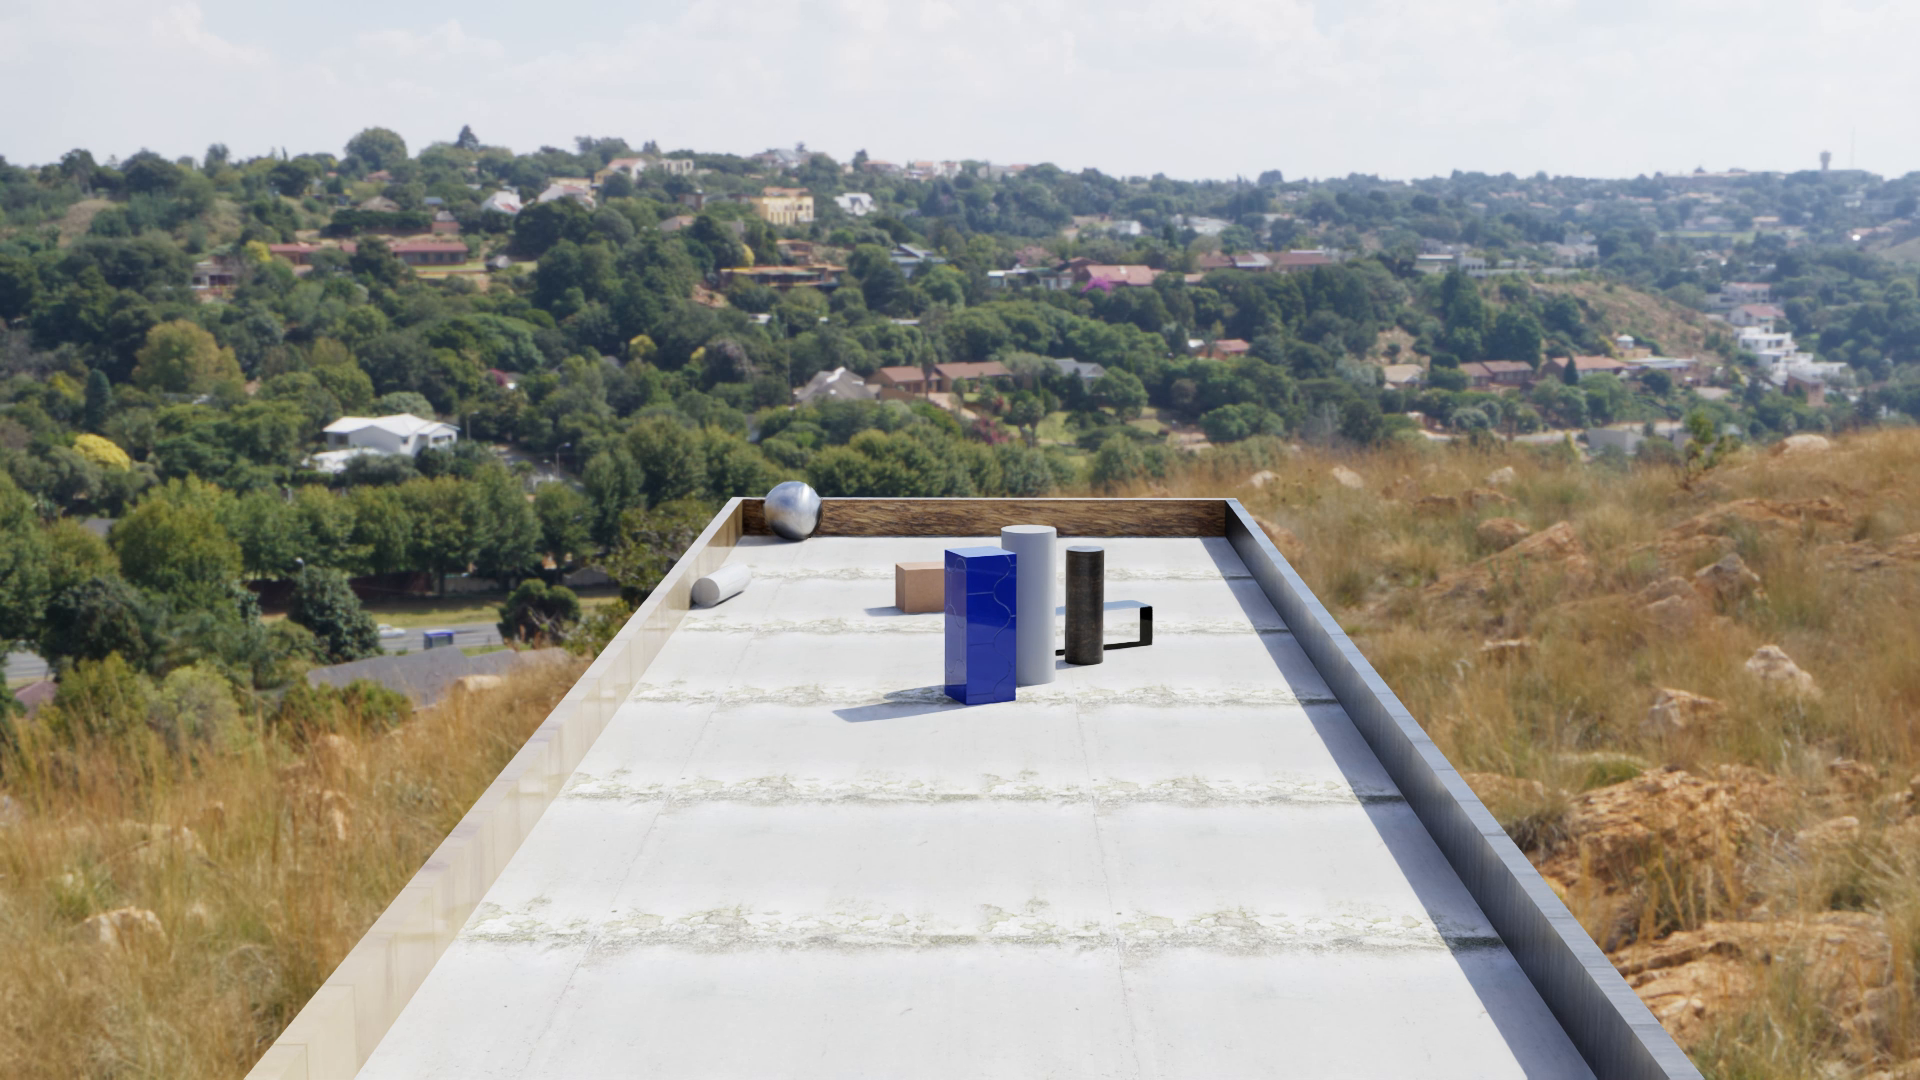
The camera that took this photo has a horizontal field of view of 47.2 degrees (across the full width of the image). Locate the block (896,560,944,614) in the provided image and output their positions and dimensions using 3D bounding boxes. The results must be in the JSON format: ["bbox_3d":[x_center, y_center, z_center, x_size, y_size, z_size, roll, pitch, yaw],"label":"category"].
[{"bbox_3d":[-0.045,0.157,7.543,0.330,0.149,0.149,-2,9,-14],"label":"block"}]

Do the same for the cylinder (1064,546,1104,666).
[{"bbox_3d":[0.377,0.197,6.657,0.118,0.347,0.118,0,9,0],"label":"cylinder"}]

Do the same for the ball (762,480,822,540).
[{"bbox_3d":[-0.686,-0.121,9.006,0.241,0.241,0.241,0,9,0],"label":"ball"}]

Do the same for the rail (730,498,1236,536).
[{"bbox_3d":[0.099,-0.098,9.147,2.100,0.150,0.050,0,9,1],"label":"rail"}]

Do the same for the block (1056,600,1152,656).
[{"bbox_3d":[0.405,0.274,6.879,0.387,0.125,0.125,-5,10,-27],"label":"block"}]

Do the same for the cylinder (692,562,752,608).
[{"bbox_3d":[-0.833,0.155,7.698,0.104,0.104,0.329,2,9,14],"label":"cylinder"}]

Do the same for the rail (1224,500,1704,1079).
[{"bbox_3d":[1.046,0.843,3.208,0.050,0.150,12.000,0,9,1],"label":"rail"}]

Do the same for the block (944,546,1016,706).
[{"bbox_3d":[0.057,0.238,6.173,0.152,0.417,0.152,-4,10,-24],"label":"block"}]

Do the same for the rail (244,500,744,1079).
[{"bbox_3d":[-1.004,0.839,3.234,0.050,0.150,12.000,0,9,1],"label":"rail"}]

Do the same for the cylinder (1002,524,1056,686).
[{"bbox_3d":[0.199,0.188,6.401,0.160,0.445,0.160,0,9,0],"label":"cylinder"}]
